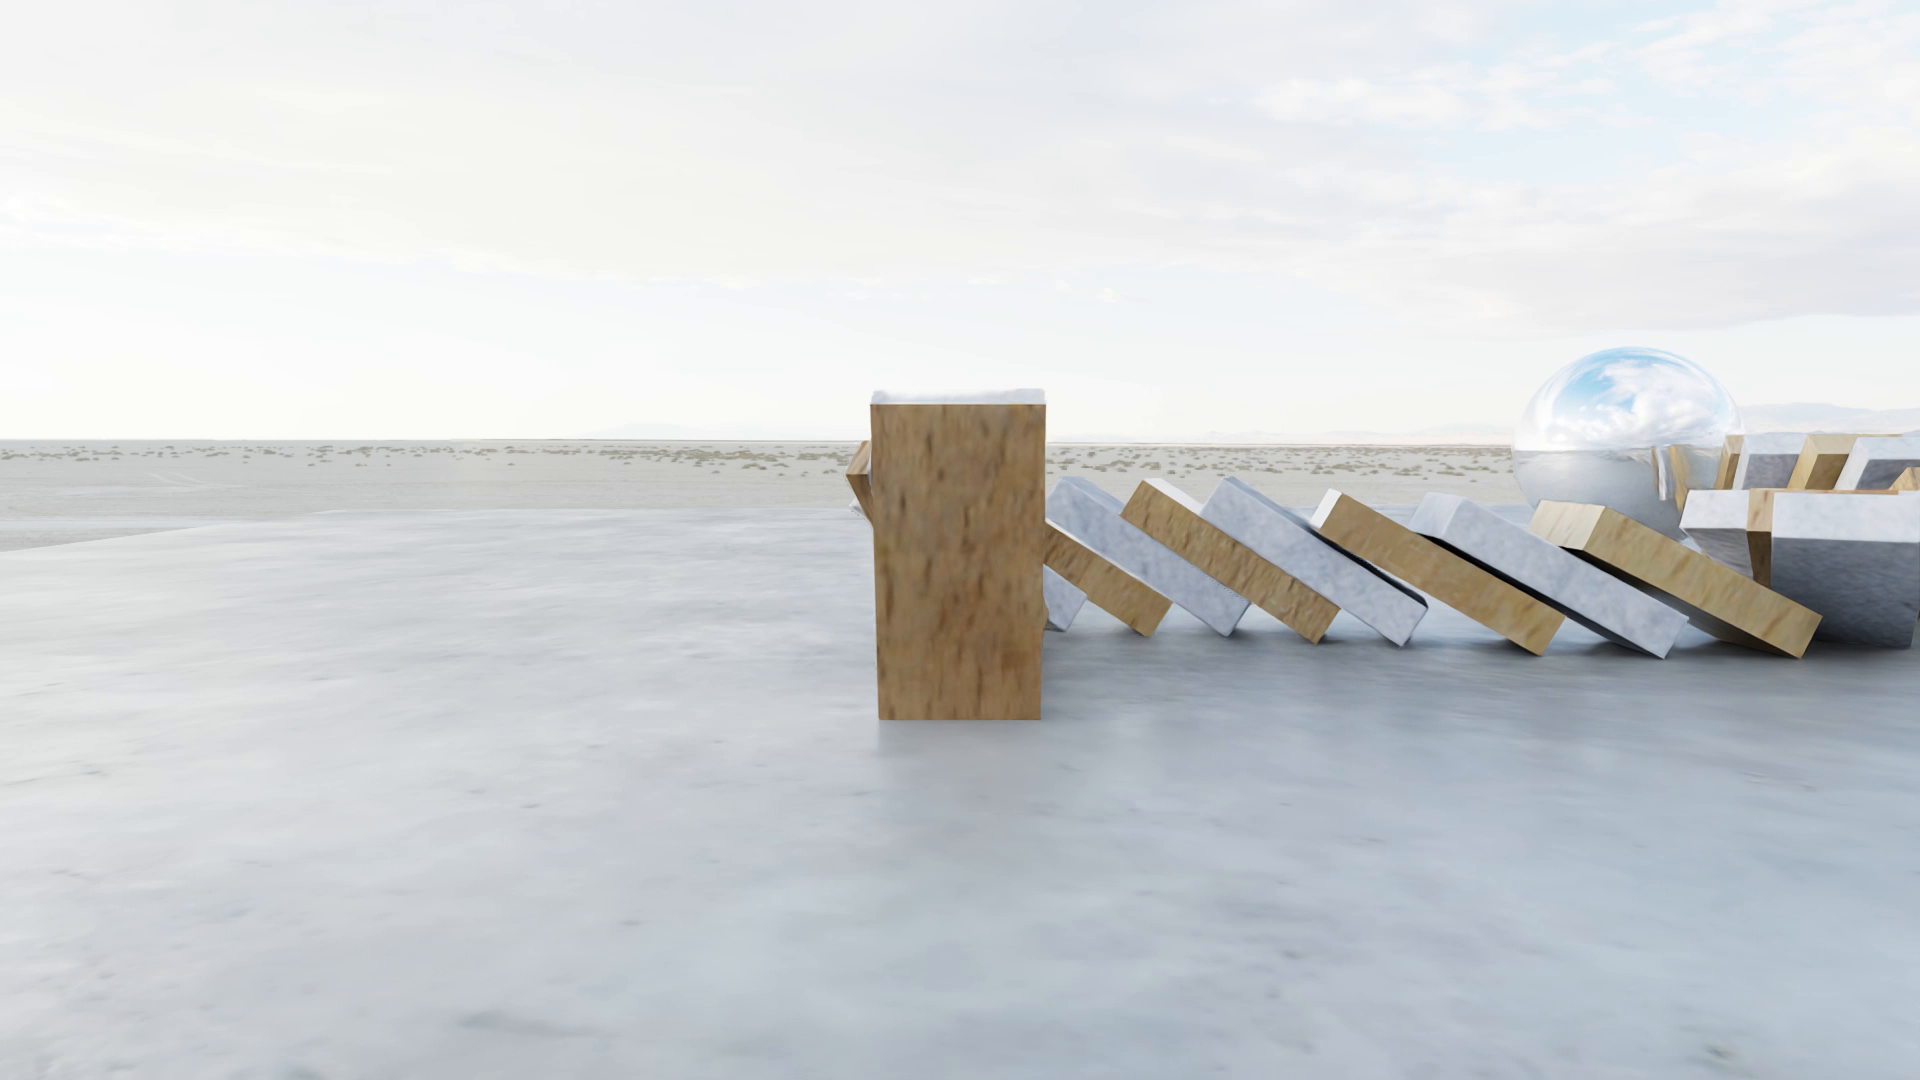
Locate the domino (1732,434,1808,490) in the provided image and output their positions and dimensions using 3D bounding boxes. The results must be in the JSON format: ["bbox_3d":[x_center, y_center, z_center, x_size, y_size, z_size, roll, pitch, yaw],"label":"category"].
[{"bbox_3d":[0.259,-0.011,0.406,0.025,0.050,0.010,1,42,19],"label":"domino"}]

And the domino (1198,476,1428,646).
[{"bbox_3d":[0.078,0.004,0.282,0.050,0.009,0.025,34,13,13],"label":"domino"}]

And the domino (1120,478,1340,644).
[{"bbox_3d":[0.061,0.004,0.288,0.050,0.009,0.025,34,13,12],"label":"domino"}]

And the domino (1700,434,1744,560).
[{"bbox_3d":[0.260,-0.012,0.418,0.025,0.050,0.010,1,42,19],"label":"domino"}]

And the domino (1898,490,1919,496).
[{"bbox_3d":[0.237,0.003,0.313,0.050,0.010,0.025,32,-18,-38],"label":"domino"}]

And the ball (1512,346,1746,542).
[{"bbox_3d":[0.257,-0.035,0.496,0.080,0.080,0.080,0,4,0],"label":"ball"}]

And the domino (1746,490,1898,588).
[{"bbox_3d":[0.186,0.005,0.276,0.025,0.009,0.050,2,-25,36],"label":"domino"}]

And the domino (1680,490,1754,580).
[{"bbox_3d":[0.193,0.004,0.299,0.050,0.009,0.025,30,-16,-32],"label":"domino"}]

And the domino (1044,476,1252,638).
[{"bbox_3d":[0.044,0.003,0.295,0.050,0.010,0.025,34,12,12],"label":"domino"}]

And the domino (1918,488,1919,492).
[{"bbox_3d":[0.265,-0.001,0.343,0.025,0.009,0.050,1,-30,13],"label":"domino"}]

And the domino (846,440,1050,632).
[{"bbox_3d":[-0.001,0.001,0.257,0.025,0.050,0.010,1,47,26],"label":"domino"}]

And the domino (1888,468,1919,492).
[{"bbox_3d":[0.269,-0.003,0.360,0.025,0.010,0.050,1,-30,11],"label":"domino"}]

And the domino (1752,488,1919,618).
[{"bbox_3d":[0.213,0.003,0.308,0.050,0.009,0.025,30,-12,-29],"label":"domino"}]

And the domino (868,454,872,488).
[{"bbox_3d":[-0.001,0.002,0.240,0.025,0.050,0.010,1,44,8],"label":"domino"}]

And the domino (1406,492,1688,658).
[{"bbox_3d":[0.120,0.006,0.266,0.050,0.009,0.025,29,6,2],"label":"domino"}]

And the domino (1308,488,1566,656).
[{"bbox_3d":[0.099,0.006,0.271,0.050,0.009,0.025,30,9,7],"label":"domino"}]

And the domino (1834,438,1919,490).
[{"bbox_3d":[0.270,-0.008,0.377,0.025,0.050,0.010,1,45,11],"label":"domino"}]

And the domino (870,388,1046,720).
[{"bbox_3d":[0.000,0.003,0.194,0.025,0.050,0.010,0,20,1],"label":"domino"}]

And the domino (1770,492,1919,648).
[{"bbox_3d":[0.178,0.007,0.258,0.025,0.010,0.050,3,-24,33],"label":"domino"}]

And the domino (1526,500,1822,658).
[{"bbox_3d":[0.146,0.008,0.265,0.050,0.010,0.025,26,3,-4],"label":"domino"}]

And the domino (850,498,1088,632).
[{"bbox_3d":[0.001,0.002,0.281,0.050,0.009,0.025,35,-11,-14],"label":"domino"}]

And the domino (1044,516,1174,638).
[{"bbox_3d":[0.024,0.003,0.293,0.050,0.009,0.025,32,6,1],"label":"domino"}]

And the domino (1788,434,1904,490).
[{"bbox_3d":[0.266,-0.009,0.391,0.025,0.050,0.010,1,42,11],"label":"domino"}]
